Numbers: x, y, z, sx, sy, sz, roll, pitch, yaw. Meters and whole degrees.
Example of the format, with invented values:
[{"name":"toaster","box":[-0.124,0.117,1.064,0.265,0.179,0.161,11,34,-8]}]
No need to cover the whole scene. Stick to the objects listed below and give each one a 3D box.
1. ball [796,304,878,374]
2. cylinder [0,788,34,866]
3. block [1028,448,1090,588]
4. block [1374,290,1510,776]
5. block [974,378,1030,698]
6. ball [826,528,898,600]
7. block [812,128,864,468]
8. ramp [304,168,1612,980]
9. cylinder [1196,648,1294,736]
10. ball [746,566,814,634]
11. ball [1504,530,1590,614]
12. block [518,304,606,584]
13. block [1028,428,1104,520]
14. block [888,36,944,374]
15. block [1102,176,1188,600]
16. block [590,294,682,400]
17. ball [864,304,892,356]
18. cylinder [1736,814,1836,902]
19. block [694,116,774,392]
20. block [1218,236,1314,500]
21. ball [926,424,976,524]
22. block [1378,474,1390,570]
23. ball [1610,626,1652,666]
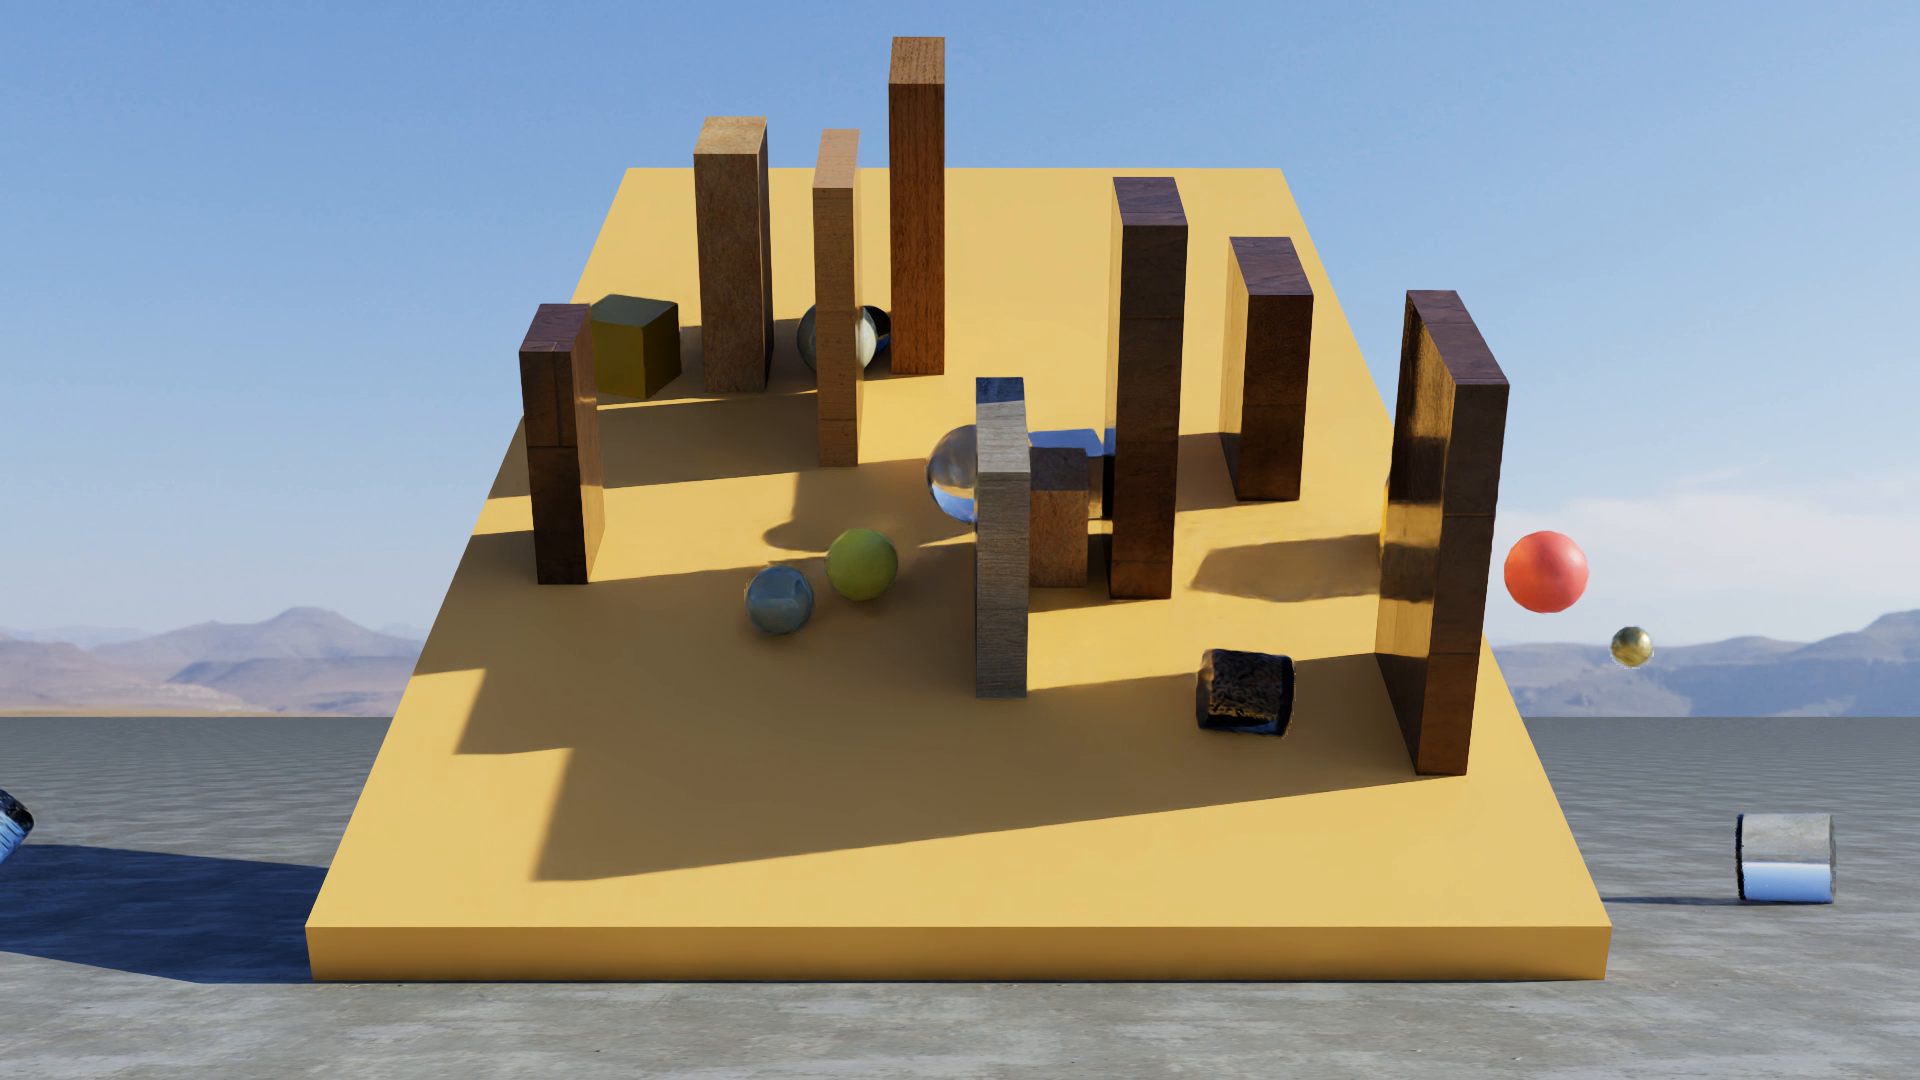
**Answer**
[{"name":"ball","box":[-0.293,-0.482,5.606,0.194,0.194,0.194,0,-4,0]},{"name":"cylinder","box":[-1.918,0.571,4.557,0.164,0.164,0.164,20,-38,16]},{"name":"block","box":[0.145,-0.047,4.684,0.210,0.210,0.210,0,26,0]},{"name":"block","box":[0.819,-0.017,4.043,0.085,0.715,0.441,0,26,0]},{"name":"block","box":[0.075,-0.012,4.339,0.090,0.445,0.442,0,26,0]},{"name":"ball","box":[-0.191,0.047,4.567,0.141,0.141,0.141,0,-4,0]},{"name":"block","box":[-0.267,-0.542,5.223,0.084,0.635,0.444,0,26,0]},{"name":"ramp","box":[-0.009,-0.229,5.421,2.000,0.100,4.000,0,26,0]},{"name":"cylinder","box":[0.495,0.265,4.098,0.141,0.141,0.141,6,-5,-5]},{"name":"ball","box":[-0.340,0.114,4.439,0.131,0.131,0.131,0,-4,0]},{"name":"ball","box":[1.193,0.066,4.785,0.169,0.169,0.169,0,-4,0]},{"name":"block","box":[-0.784,-0.191,4.653,0.098,0.492,0.264,0,26,0]},{"name":"block","box":[0.223,-0.136,4.945,0.146,0.146,0.146,-4,26,-8]},{"name":"block","box":[-0.101,-0.814,5.703,0.127,0.711,0.447,0,26,0]},{"name":"block","box":[0.353,-0.293,4.561,0.119,0.761,0.300,0,26,0]},{"name":"block","box":[-0.787,-0.460,5.572,0.181,0.181,0.181,9,27,19]},{"name":"ball","box":[-0.228,-0.512,5.749,0.126,0.126,0.126,0,-4,0]},{"name":"cylinder","box":[1.811,0.697,5.152,0.190,0.190,0.190,-2,-5,24]},{"name":"block","box":[-0.531,-0.677,5.567,0.143,0.579,0.311,0,26,0]},{"name":"block","box":[0.656,-0.374,5.074,0.133,0.464,0.377,0,26,0]},{"name":"ball","box":[0.033,-0.137,4.875,0.207,0.207,0.207,0,-4,0]},{"name":"block","box":[0.958,-0.052,4.721,0.192,0.192,0.192,9,27,17]},{"name":"ball","box":[1.944,0.308,6.807,0.117,0.117,0.117,0,-4,0]}]
